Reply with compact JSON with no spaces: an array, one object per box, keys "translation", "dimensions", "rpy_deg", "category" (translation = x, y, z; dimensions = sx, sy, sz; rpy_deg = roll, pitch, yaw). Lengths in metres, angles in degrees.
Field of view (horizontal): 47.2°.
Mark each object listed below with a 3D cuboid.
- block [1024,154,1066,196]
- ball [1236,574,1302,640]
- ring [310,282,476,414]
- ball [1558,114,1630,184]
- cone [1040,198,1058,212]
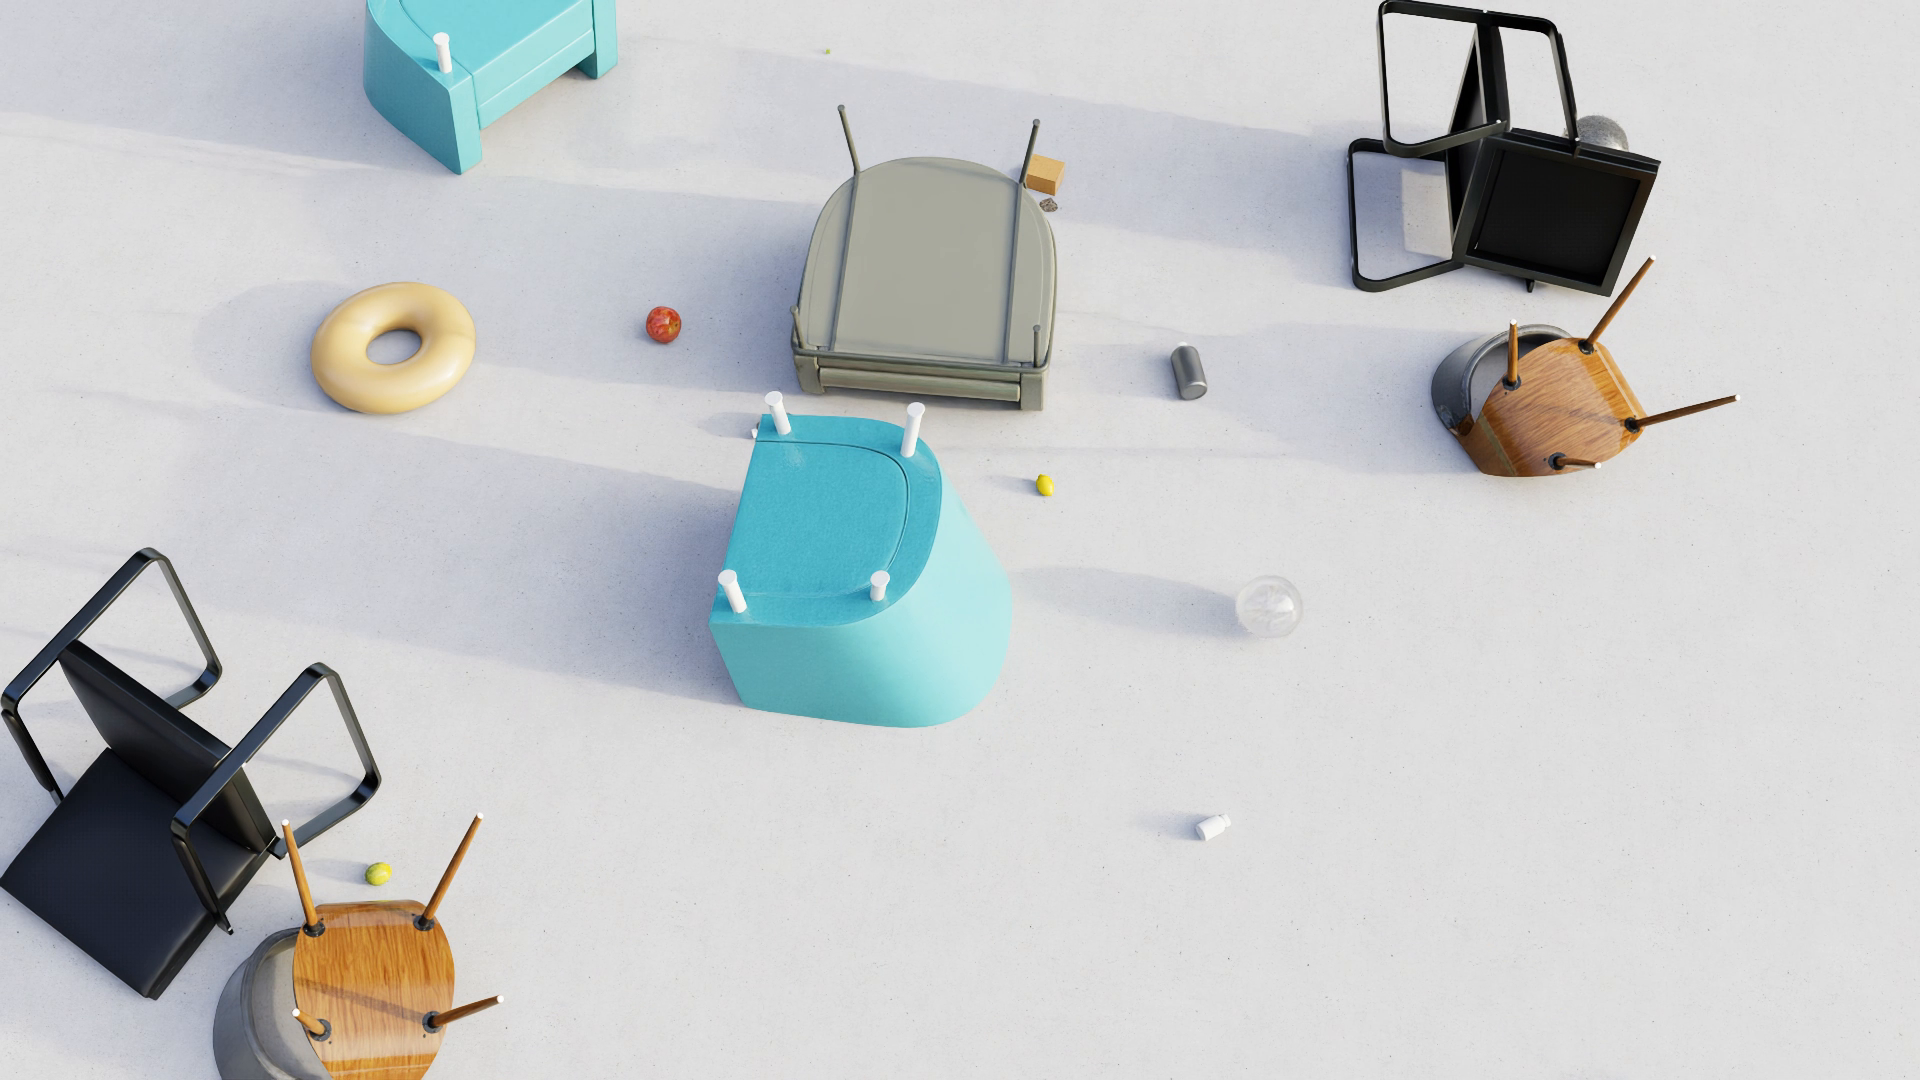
[{"translation":[0.282,-1.221,7.352],"dimensions":[0.111,0.069,0.094],"rpy_deg":[18,58,12],"category":"block"},{"translation":[0.892,0.194,6.331],"dimensions":[0.188,0.188,0.188],"rpy_deg":[0,56,0],"category":"ball"},{"translation":[-1.779,-0.607,6.908],"dimensions":[0.522,0.125,0.506],"rpy_deg":[-38,63,-23],"category":"ring"},{"translation":[2.103,-1.296,7.305],"dimensions":[0.229,0.229,0.229],"rpy_deg":[0,56,0],"category":"ball"},{"translation":[0.298,-1.126,7.316],"dimensions":[0.062,0.047,0.063],"rpy_deg":[13,36,1],"category":"cone"}]
